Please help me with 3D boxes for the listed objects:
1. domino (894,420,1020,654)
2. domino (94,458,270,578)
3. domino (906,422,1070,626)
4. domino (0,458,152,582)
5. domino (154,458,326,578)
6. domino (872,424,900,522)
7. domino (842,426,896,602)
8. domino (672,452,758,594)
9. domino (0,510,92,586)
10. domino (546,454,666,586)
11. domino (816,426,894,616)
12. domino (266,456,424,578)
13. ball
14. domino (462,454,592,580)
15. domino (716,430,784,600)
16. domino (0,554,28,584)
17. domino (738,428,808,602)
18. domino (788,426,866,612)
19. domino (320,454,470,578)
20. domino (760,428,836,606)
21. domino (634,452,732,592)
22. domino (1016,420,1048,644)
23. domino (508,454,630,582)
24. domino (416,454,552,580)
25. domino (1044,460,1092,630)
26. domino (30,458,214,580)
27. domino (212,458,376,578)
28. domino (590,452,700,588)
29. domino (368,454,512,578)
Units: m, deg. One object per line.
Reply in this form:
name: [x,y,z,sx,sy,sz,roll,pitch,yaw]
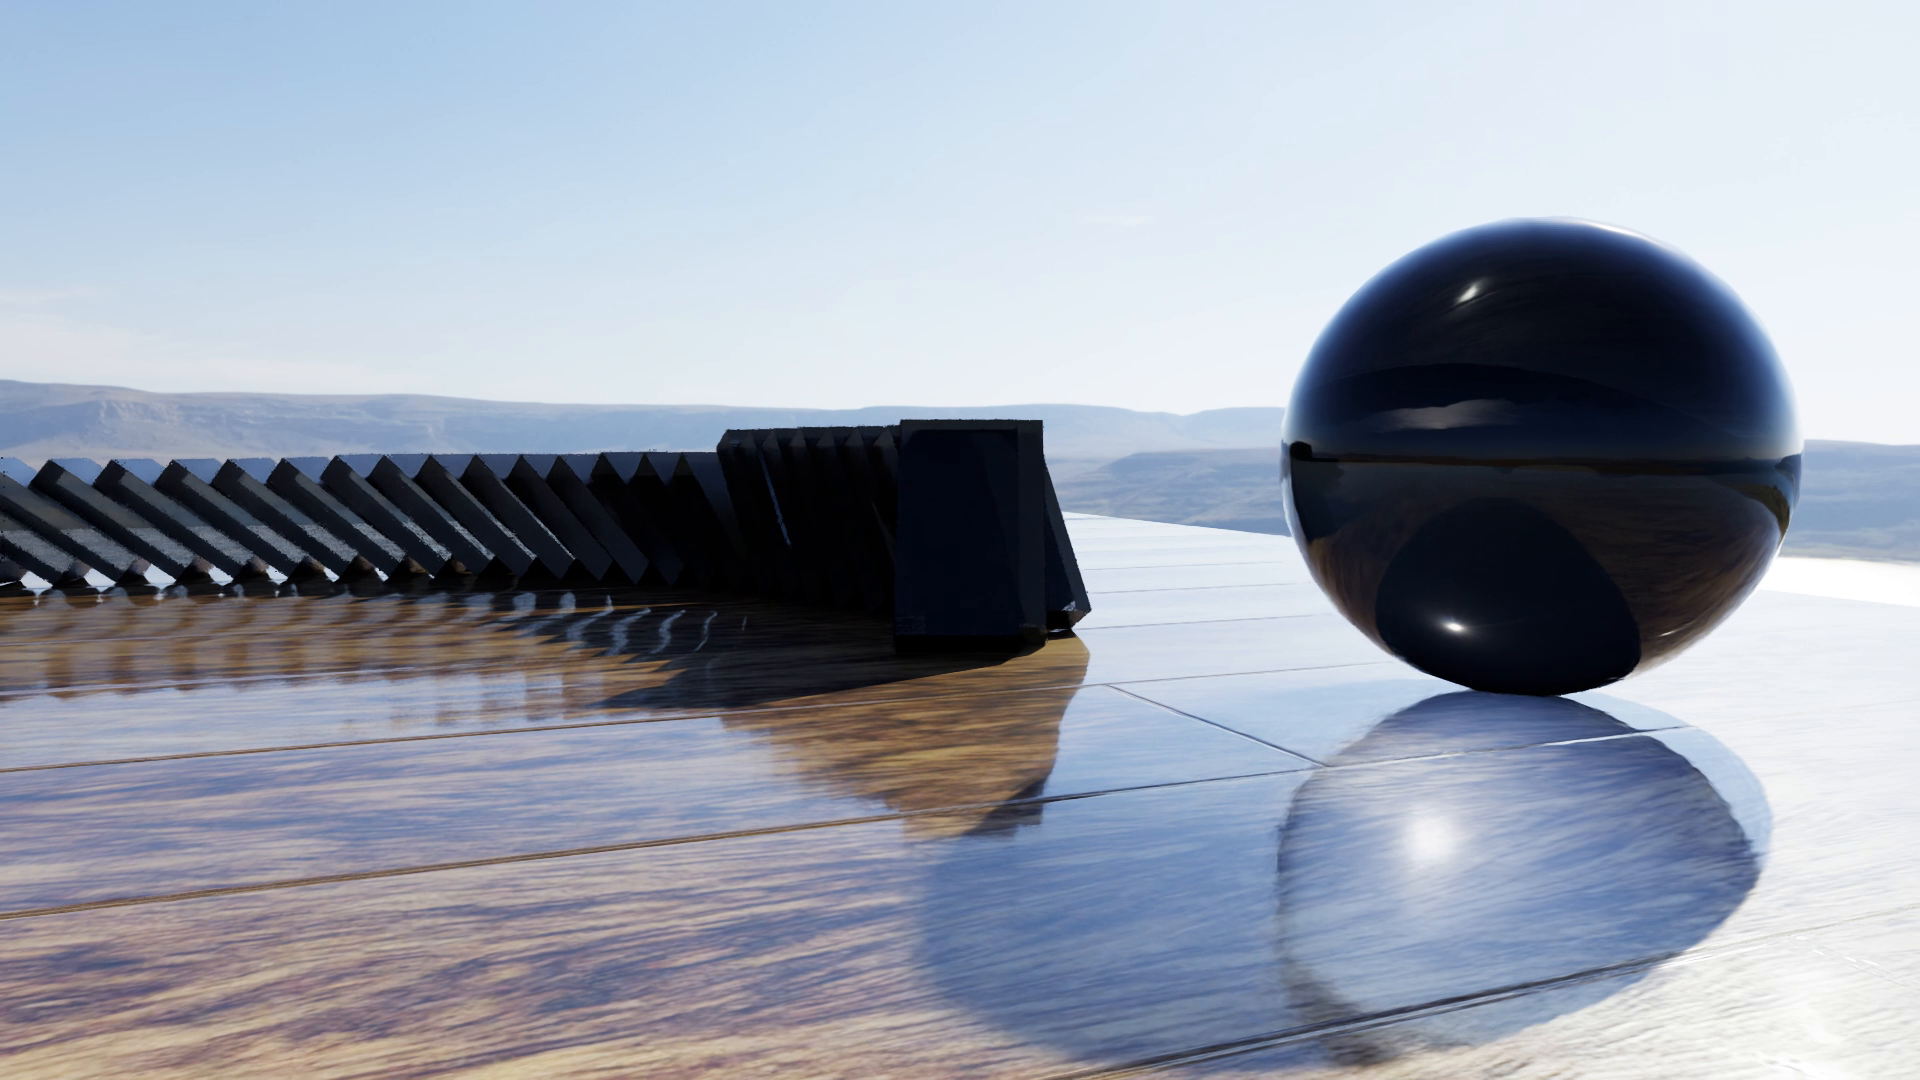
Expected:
domino: [0.000,-0.001,0.268,0.025,0.050,0.009,0,-27,1]
domino: [-0.247,-0.007,0.413,0.050,0.010,0.025,37,-1,-9]
domino: [0.006,-0.004,0.308,0.025,0.050,0.009,0,-30,-33]
domino: [-0.278,-0.006,0.399,0.050,0.010,0.025,38,-7,-15]
domino: [-0.231,-0.008,0.418,0.050,0.010,0.025,37,2,-5]
domino: [-0.002,-0.005,0.316,0.025,0.050,0.010,-3,-28,-34]
domino: [-0.010,-0.005,0.324,0.025,0.050,0.009,-3,-28,-35]
domino: [-0.063,-0.006,0.379,0.025,0.009,0.050,-3,46,-39]
domino: [-0.292,-0.006,0.391,0.050,0.010,0.025,38,-7,-16]
domino: [-0.105,-0.007,0.403,0.050,0.009,0.025,45,25,21]
domino: [-0.018,-0.006,0.332,0.025,0.050,0.010,-3,-28,-35]
domino: [-0.198,-0.008,0.422,0.050,0.009,0.025,38,6,0]
ball: [0.095,-0.014,0.217,0.080,0.080,0.080,0,4,0]
domino: [-0.134,-0.008,0.414,0.050,0.009,0.025,43,18,14]
domino: [-0.050,-0.008,0.366,0.025,0.050,0.009,-3,-29,-35]
domino: [-0.306,-0.005,0.383,0.050,0.010,0.025,38,-7,-13]
domino: [-0.042,-0.008,0.357,0.025,0.050,0.010,-3,-29,-35]
domino: [-0.026,-0.006,0.340,0.025,0.050,0.009,-3,-28,-35]
domino: [-0.182,-0.009,0.422,0.050,0.010,0.025,40,9,4]
domino: [-0.035,-0.007,0.349,0.025,0.050,0.010,-3,-29,-35]
domino: [-0.076,-0.006,0.388,0.025,0.010,0.050,-4,47,-45]
domino: [0.006,-0.002,0.279,0.025,0.050,0.010,0,-26,1]
domino: [-0.119,-0.008,0.410,0.050,0.010,0.025,45,23,19]
domino: [-0.150,-0.008,0.418,0.050,0.010,0.025,42,15,11]
domino: [0.011,-0.004,0.296,0.025,0.050,0.010,1,-30,-29]
domino: [-0.263,-0.007,0.408,0.050,0.010,0.025,37,-3,-11]
domino: [-0.215,-0.008,0.420,0.050,0.010,0.025,37,3,-3]
domino: [-0.090,-0.007,0.396,0.025,0.010,0.050,-6,48,-52]
domino: [-0.166,-0.009,0.421,0.050,0.010,0.025,41,12,7]
